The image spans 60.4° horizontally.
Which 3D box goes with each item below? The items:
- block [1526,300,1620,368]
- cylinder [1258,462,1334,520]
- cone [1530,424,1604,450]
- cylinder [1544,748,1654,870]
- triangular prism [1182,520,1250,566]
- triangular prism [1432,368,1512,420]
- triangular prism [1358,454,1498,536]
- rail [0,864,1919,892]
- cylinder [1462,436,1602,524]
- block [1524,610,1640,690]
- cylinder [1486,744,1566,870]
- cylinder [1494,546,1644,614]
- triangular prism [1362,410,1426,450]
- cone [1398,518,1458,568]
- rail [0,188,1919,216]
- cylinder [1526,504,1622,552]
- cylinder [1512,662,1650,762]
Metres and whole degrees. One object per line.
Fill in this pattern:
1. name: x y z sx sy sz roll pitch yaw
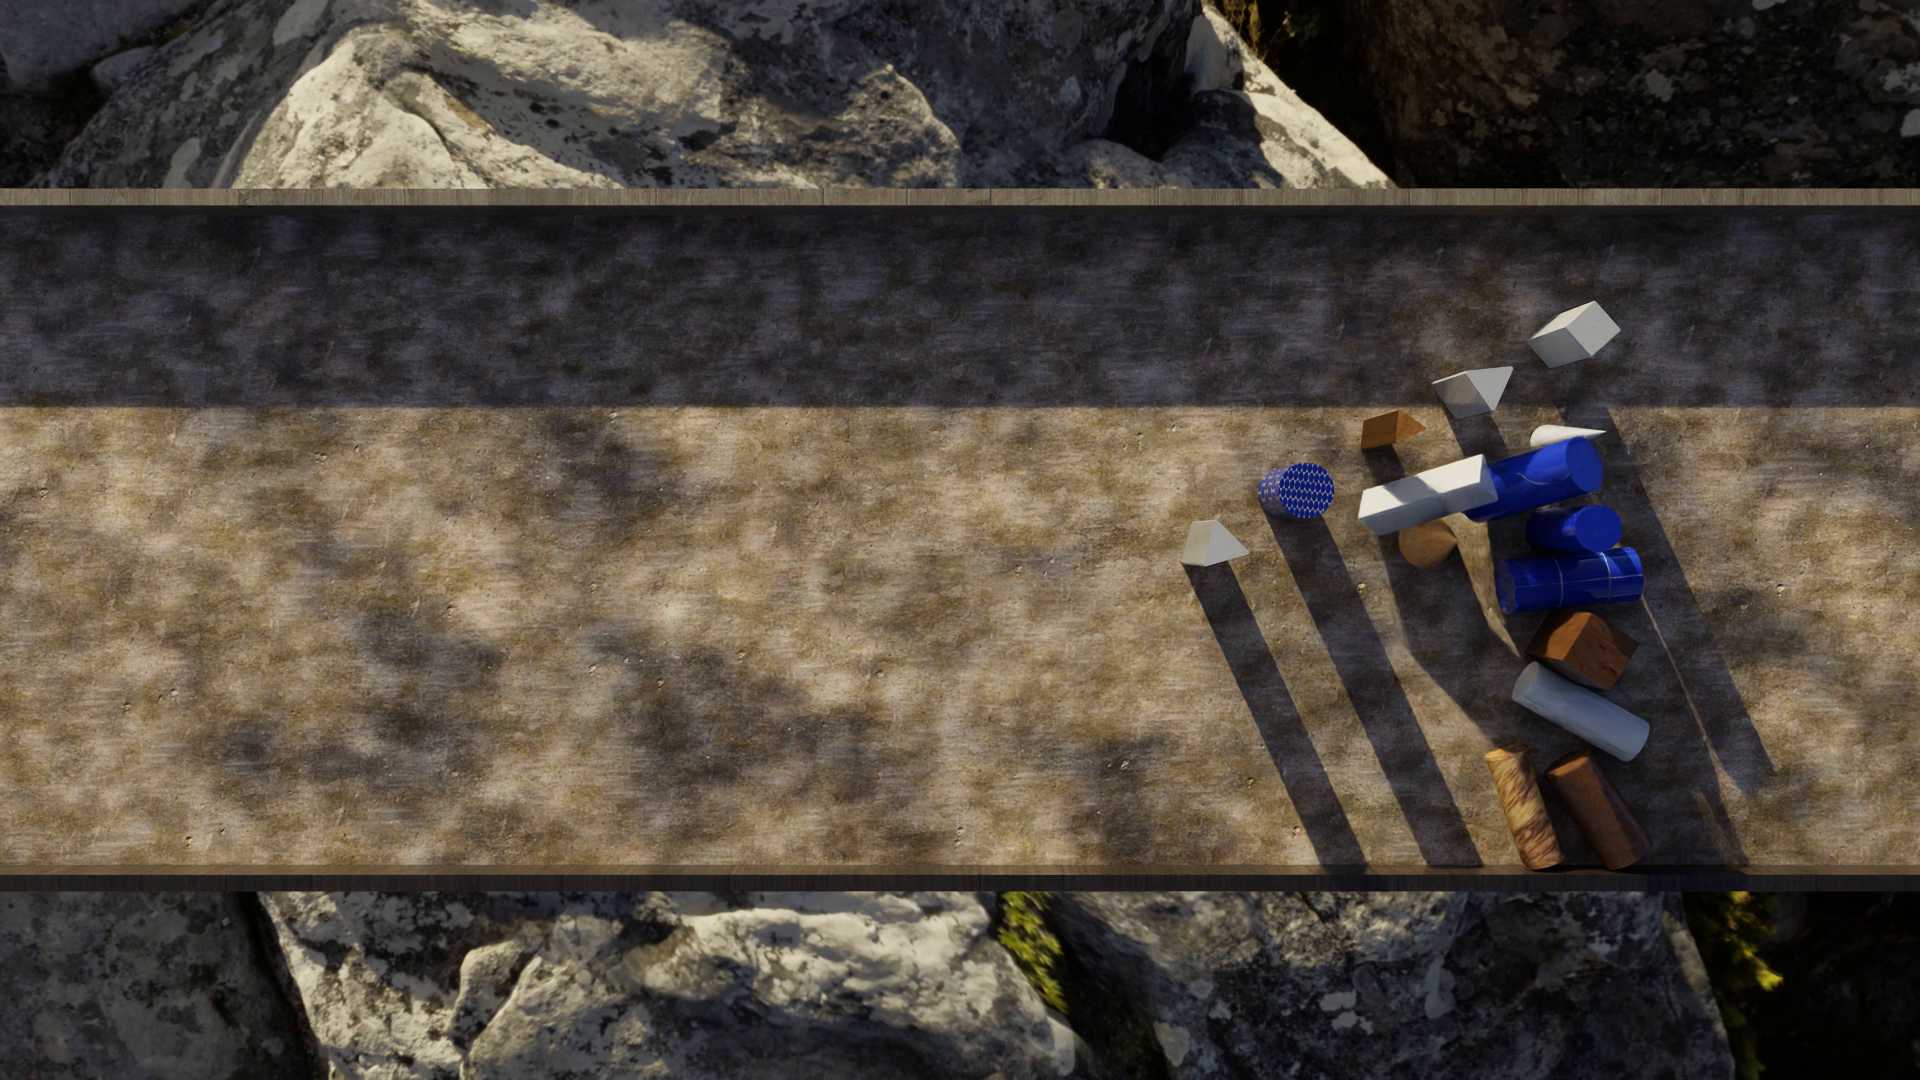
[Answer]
1. block: 1.821 -0.608 4.909 0.114 0.335 0.114 -42 90 0
2. cylinder: 0.996 -0.143 4.910 0.160 0.333 0.160 0 90 0
3. cone: 1.812 -0.303 4.848 0.109 0.456 0.109 0 90 0
4. cylinder: 1.934 0.814 4.998 0.158 0.158 0.335 -34 90 0
5. triangular prism: 0.731 -0.001 4.849 0.132 0.455 0.114 -15 90 0
6. triangular prism: 1.538 -0.461 4.903 0.118 0.346 0.136 -35 90 0
7. triangular prism: 1.383 -0.124 4.916 0.381 0.125 0.144 -19 90 34
8. rail: -2.247 1.025 5.001 12.000 0.150 0.050 0 90 0
9. cylinder: 1.677 -0.174 4.870 0.167 0.390 0.167 10 72 -32
10. block: 1.846 0.322 4.911 0.162 0.331 0.162 32 90 0
11. cylinder: 1.718 0.809 5.012 0.128 0.128 0.357 -19 90 0
12. cylinder: 1.840 0.122 4.993 0.388 0.168 0.168 -6 90 0
13. triangular prism: 1.261 -0.333 4.873 0.093 0.407 0.080 -24 90 0
14. cone: 1.434 0.002 4.911 0.169 0.330 0.169 0 90 0
15. rail: -2.247 -1.025 5.002 12.000 0.150 0.050 0 90 0
16. cylinder: 1.806 -0.030 4.871 0.133 0.409 0.133 0 89 0
17. cylinder: 1.882 0.520 5.007 0.380 0.140 0.140 29 90 0
